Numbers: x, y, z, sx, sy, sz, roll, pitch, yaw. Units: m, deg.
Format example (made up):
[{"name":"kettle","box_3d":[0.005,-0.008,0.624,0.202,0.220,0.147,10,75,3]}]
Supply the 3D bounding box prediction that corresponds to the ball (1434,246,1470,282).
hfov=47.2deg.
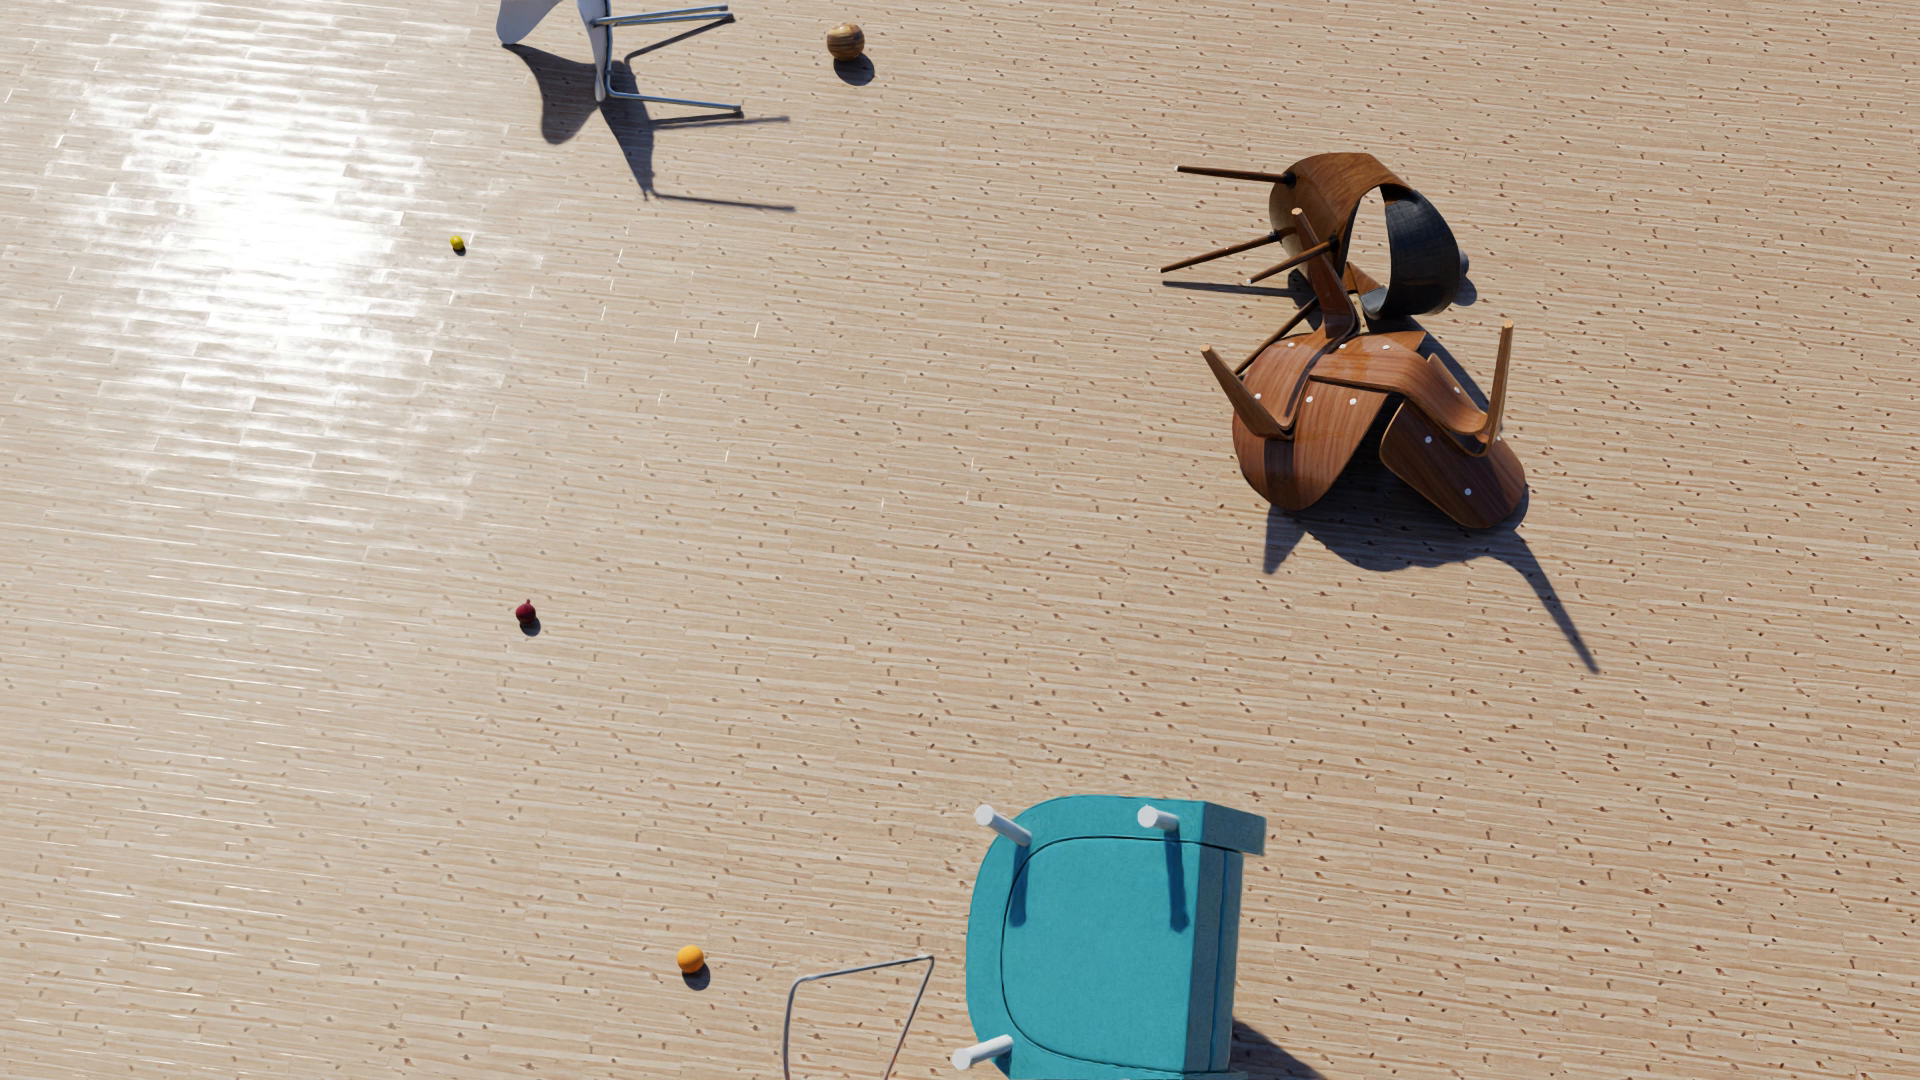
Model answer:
[{"name":"ball","box_3d":[1.586,-0.889,7.101,0.114,0.114,0.114,0,56,0]}]

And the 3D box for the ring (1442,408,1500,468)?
[{"name":"ring","box_3d":[1.565,-0.313,6.741,0.179,0.072,0.210,9,59,1]}]

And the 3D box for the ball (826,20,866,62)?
[{"name":"ball","box_3d":[-0.398,-1.737,7.657,0.137,0.137,0.137,0,56,0]}]
